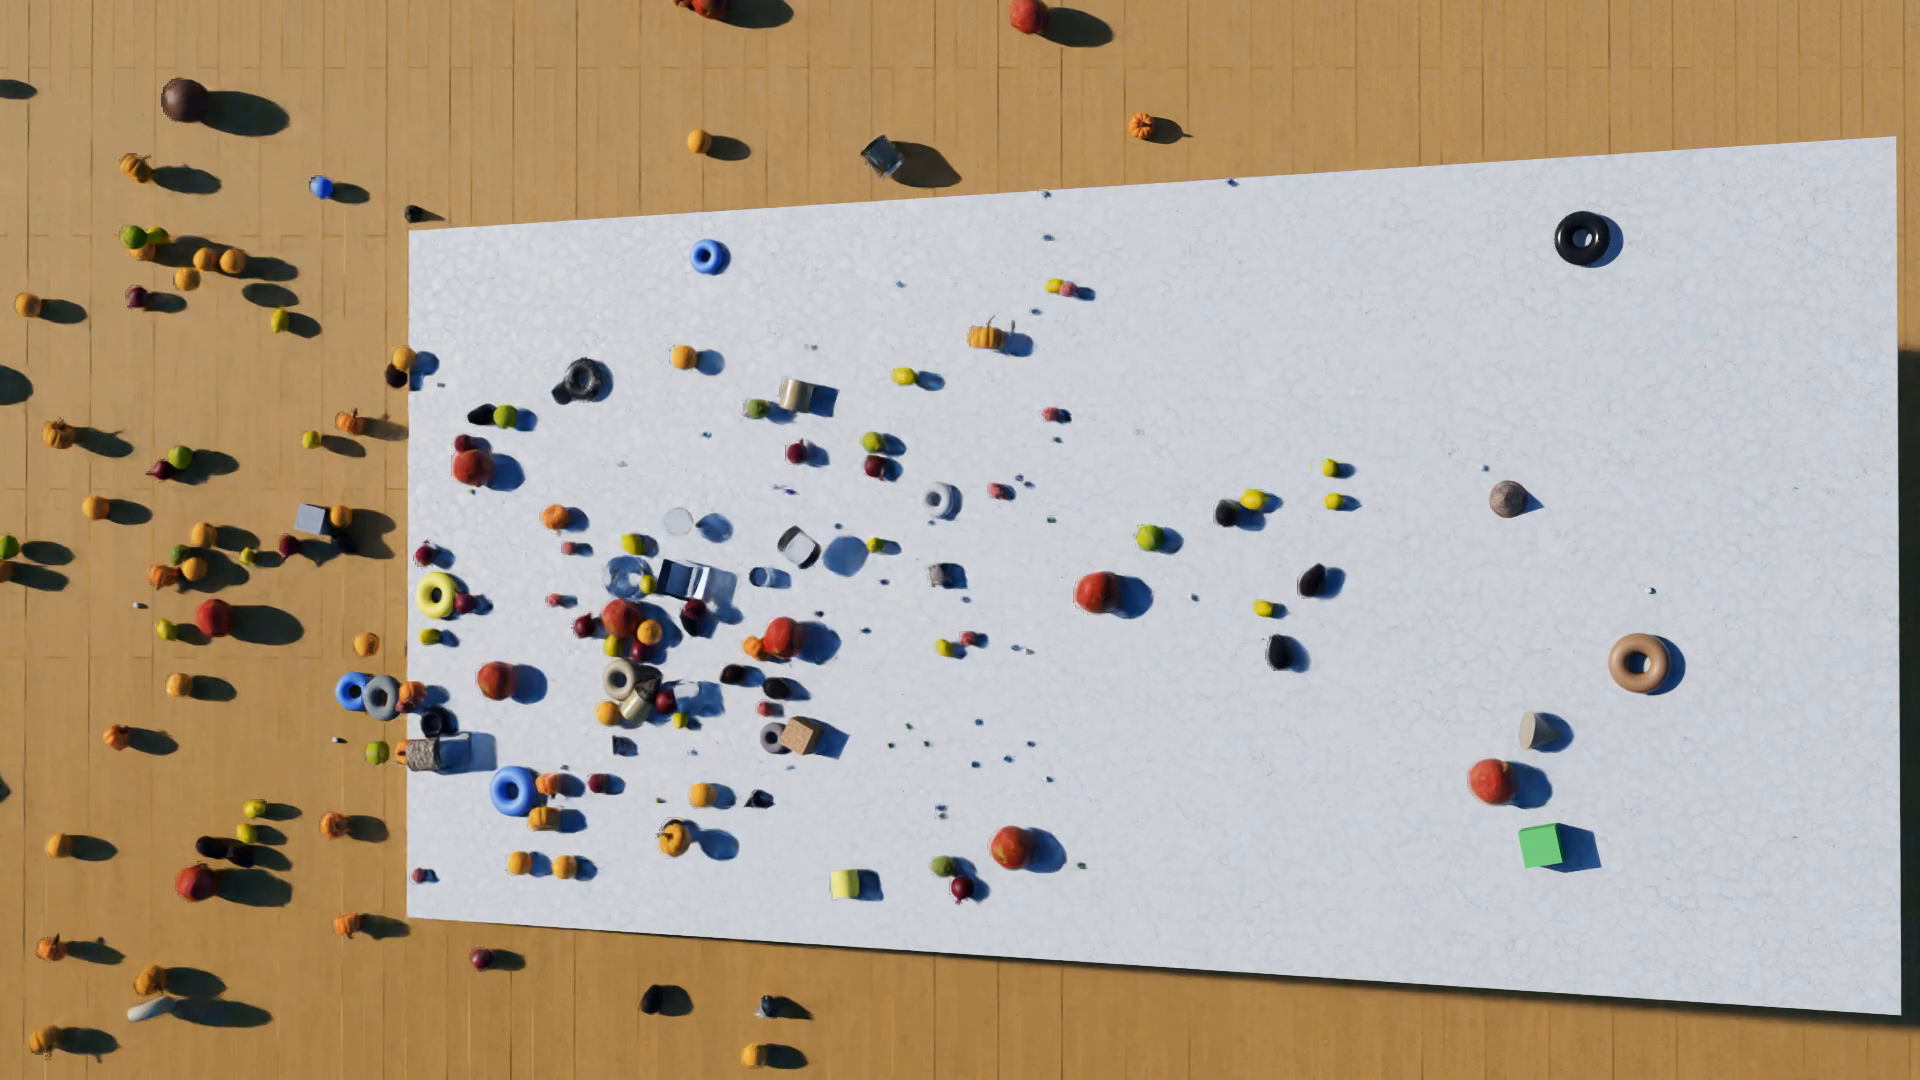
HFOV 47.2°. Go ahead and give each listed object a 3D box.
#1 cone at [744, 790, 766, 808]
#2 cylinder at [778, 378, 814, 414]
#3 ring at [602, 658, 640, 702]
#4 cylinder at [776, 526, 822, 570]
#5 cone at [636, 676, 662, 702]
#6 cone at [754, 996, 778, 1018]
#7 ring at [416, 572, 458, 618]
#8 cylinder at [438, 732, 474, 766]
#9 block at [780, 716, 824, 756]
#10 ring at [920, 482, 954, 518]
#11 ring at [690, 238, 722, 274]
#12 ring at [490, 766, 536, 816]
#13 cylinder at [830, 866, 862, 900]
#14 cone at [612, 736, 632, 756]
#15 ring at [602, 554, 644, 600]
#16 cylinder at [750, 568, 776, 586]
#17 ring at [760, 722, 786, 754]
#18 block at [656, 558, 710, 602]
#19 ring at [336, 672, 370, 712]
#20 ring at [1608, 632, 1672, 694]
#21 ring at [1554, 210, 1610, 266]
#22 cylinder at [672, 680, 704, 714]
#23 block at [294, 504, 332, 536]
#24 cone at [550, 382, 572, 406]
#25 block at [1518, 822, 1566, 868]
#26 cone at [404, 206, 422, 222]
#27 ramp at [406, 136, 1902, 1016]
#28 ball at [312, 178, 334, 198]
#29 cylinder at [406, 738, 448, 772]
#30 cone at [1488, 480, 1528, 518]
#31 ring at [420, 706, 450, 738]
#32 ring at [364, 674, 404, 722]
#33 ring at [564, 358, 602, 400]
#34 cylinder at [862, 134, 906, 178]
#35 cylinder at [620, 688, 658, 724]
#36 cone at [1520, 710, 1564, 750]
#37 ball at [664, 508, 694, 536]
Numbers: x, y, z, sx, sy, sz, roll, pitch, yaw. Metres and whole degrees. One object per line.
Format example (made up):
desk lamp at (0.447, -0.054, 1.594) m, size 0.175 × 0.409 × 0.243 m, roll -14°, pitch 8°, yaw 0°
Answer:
cone at (-0.550, 0.718, 5.990) m, size 0.056 × 0.056 × 0.056 m, roll 34°, pitch 89°, yaw -10°
cylinder at (-0.442, -0.390, 5.932) m, size 0.082 × 0.082 × 0.082 m, roll 13°, pitch 95°, yaw 0°
ring at (-0.944, 0.390, 6.135) m, size 0.120 × 0.040 × 0.120 m, roll 0°, pitch 90°, yaw 22°
cylinder at (-0.428, 0.021, 5.864) m, size 0.085 × 0.085 × 0.085 m, roll -49°, pitch 123°, yaw -1°
cone at (-0.845, 0.400, 6.079) m, size 0.070 × 0.070 × 0.070 m, roll 45°, pitch 107°, yaw 1°
cone at (-0.584, 1.385, 6.467) m, size 0.071 × 0.071 × 0.071 m, roll -34°, pitch 89°, yaw 30°
ring at (-1.509, 0.159, 6.346) m, size 0.138 × 0.046 × 0.138 m, roll -1°, pitch 88°, yaw 20°
cylinder at (-1.441, 0.597, 6.290) m, size 0.092 × 0.092 × 0.092 m, roll -6°, pitch 87°, yaw 0°
block at (-0.426, 0.527, 5.919) m, size 0.076 × 0.076 × 0.076 m, roll 28°, pitch 99°, yaw 19°
ring at (-0.061, -0.106, 5.814) m, size 0.098 × 0.033 × 0.098 m, roll 0°, pitch 90°, yaw 22°
ring at (-0.700, -0.782, 6.063) m, size 0.097 × 0.032 × 0.097 m, roll 0°, pitch 90°, yaw 20°
ring at (-1.270, 0.713, 6.249) m, size 0.145 × 0.048 × 0.145 m, roll 0°, pitch 90°, yaw 19°
cylinder at (-0.306, 0.916, 5.868) m, size 0.073 × 0.073 × 0.073 m, roll -15°, pitch 69°, yaw 0°
cone at (-0.938, 0.570, 6.137) m, size 0.060 × 0.060 × 0.060 m, roll -11°, pitch 89°, yaw -14°
ring at (-0.940, 0.103, 6.136) m, size 0.124 × 0.041 × 0.124 m, roll -1°, pitch 88°, yaw 21°
cylinder at (-0.537, 0.100, 5.978) m, size 0.054 × 0.054 × 0.054 m, roll 0°, pitch 89°, yaw 21°
ring at (-0.504, 0.538, 5.974) m, size 0.086 × 0.029 × 0.086 m, roll 0°, pitch 90°, yaw 20°
block at (-0.763, 0.109, 6.041) m, size 0.095 × 0.095 × 0.095 m, roll 17°, pitch 95°, yaw 20°
ring at (-1.782, 0.447, 6.479) m, size 0.116 × 0.039 × 0.116 m, roll 0°, pitch 88°, yaw 0°
ring at (1.601, 0.290, 5.178) m, size 0.144 × 0.048 × 0.144 m, roll 0°, pitch 90°, yaw 20°
ring at (1.482, -0.719, 5.238) m, size 0.131 × 0.044 × 0.131 m, roll 0°, pitch 91°, yaw 21°
cylinder at (-0.747, 0.432, 6.040) m, size 0.076 × 0.076 × 0.076 m, roll -13°, pitch 86°, yaw 0°
block at (-1.901, -0.060, 6.466) m, size 0.077 × 0.077 × 0.077 m, roll 14°, pitch 89°, yaw 0°
cone at (-1.138, -0.415, 6.203) m, size 0.067 × 0.067 × 0.067 m, roll 0°, pitch 89°, yaw 21°
block at (1.384, 0.726, 5.232) m, size 0.087 × 0.087 × 0.087 m, roll -13°, pitch 85°, yaw 20°
cone at (-1.622, -0.967, 6.490) m, size 0.053 × 0.053 × 0.053 m, roll 0°, pitch 89°, yaw 0°
ramp at (0.281, 0.089, 5.754) m, size 4.000 × 0.100 × 2.000 m, roll 0°, pitch 89°, yaw 21°
ball at (-1.881, -1.038, 6.486) m, size 0.062 × 0.062 × 0.062 m, roll 0°, pitch 89°, yaw 0°
cylinder at (-1.528, 0.617, 6.322) m, size 0.094 × 0.094 × 0.094 m, roll -7°, pitch 89°, yaw 20°
cone at (1.308, -0.099, 5.269) m, size 0.092 × 0.092 × 0.092 m, roll 0°, pitch 89°, yaw 21°
ring at (-1.515, 0.529, 6.351) m, size 0.098 × 0.033 × 0.098 m, roll -1°, pitch 88°, yaw 21°
ring at (-1.681, 0.462, 6.421) m, size 0.139 × 0.046 × 0.139 m, roll 0°, pitch 90°, yaw 27°
ring at (-1.060, -0.452, 6.189) m, size 0.121 × 0.040 × 0.121 m, roll 0°, pitch 89°, yaw 22°
cylinder at (-0.226, -1.128, 6.472) m, size 0.093 × 0.093 × 0.093 m, roll -40°, pitch 89°, yaw 0°
cylinder at (-0.891, 0.460, 6.095) m, size 0.074 × 0.074 × 0.074 m, roll 39°, pitch 103°, yaw 0°
cone at (1.400, 0.460, 5.253) m, size 0.096 × 0.096 × 0.096 m, roll 9°, pitch 89°, yaw -6°
ball at (-0.769, -0.049, 6.013) m, size 0.081 × 0.081 × 0.081 m, roll 0°, pitch 89°, yaw 0°
